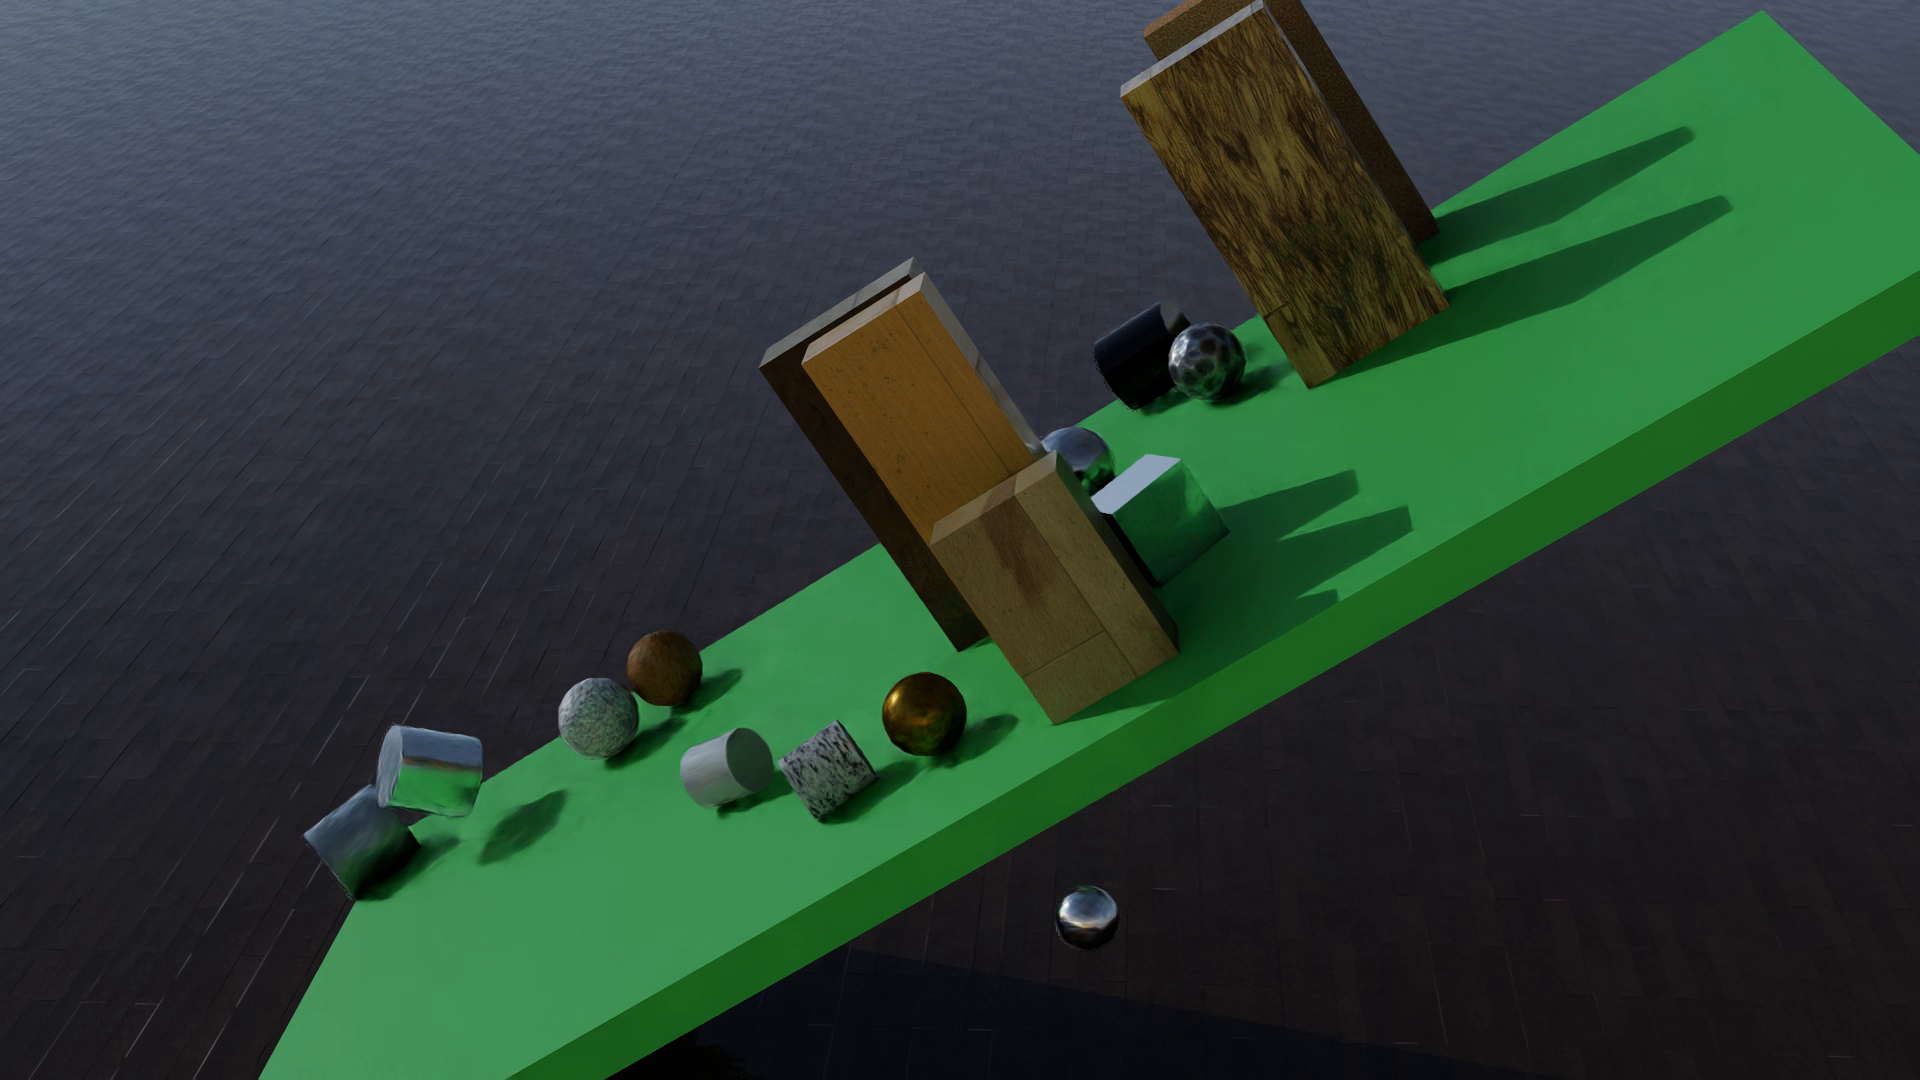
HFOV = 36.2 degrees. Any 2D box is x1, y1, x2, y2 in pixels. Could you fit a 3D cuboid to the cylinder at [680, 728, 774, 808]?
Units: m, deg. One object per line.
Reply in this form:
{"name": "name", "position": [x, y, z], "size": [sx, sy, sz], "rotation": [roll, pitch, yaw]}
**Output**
{"name": "cylinder", "position": [-0.493, 0.483, 6.223], "size": [0.139, 0.139, 0.139], "rotation": [-23, 4, 37]}

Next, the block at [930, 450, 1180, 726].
{"name": "block", "position": [0.178, 0.089, 5.455], "size": [0.274, 0.422, 0.123], "rotation": [-31, 15, 14]}

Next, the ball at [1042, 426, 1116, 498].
{"name": "ball", "position": [0.250, -0.154, 6.493], "size": [0.192, 0.192, 0.192], "rotation": [0, 20, 0]}

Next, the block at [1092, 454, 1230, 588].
{"name": "block", "position": [0.387, -0.040, 5.873], "size": [0.182, 0.182, 0.182], "rotation": [-38, 15, -12]}

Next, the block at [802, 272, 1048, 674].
{"name": "block", "position": [0.023, -0.128, 5.792], "size": [0.275, 0.763, 0.136], "rotation": [-31, 15, 14]}

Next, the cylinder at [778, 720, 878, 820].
{"name": "cylinder", "position": [-0.261, 0.454, 5.811], "size": [0.143, 0.143, 0.143], "rotation": [-35, 25, 0]}

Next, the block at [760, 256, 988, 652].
{"name": "block", "position": [-0.049, -0.173, 6.126], "size": [0.370, 0.742, 0.140], "rotation": [-31, 15, 14]}

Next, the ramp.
{"name": "ramp", "position": [0.139, 0.171, 6.297], "size": [4.000, 0.100, 2.000], "rotation": [-31, 15, 14]}

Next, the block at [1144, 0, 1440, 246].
{"name": "block", "position": [0.761, -0.941, 6.748], "size": [0.332, 0.745, 0.124], "rotation": [-31, 15, 14]}

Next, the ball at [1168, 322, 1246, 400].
{"name": "ball", "position": [0.557, -0.403, 6.634], "size": [0.176, 0.176, 0.176], "rotation": [0, 20, 0]}

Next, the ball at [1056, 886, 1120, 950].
{"name": "ball", "position": [0.223, 0.656, 5.111], "size": [0.111, 0.111, 0.111], "rotation": [0, 20, 0]}

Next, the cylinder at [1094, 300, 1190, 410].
{"name": "cylinder", "position": [0.448, -0.436, 6.923], "size": [0.190, 0.190, 0.190], "rotation": [-32, 10, 22]}

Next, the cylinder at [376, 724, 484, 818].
{"name": "cylinder", "position": [-1.286, 0.562, 7.128], "size": [0.202, 0.202, 0.202], "rotation": [11, 14, -26]}

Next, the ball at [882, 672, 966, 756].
{"name": "ball", "position": [-0.069, 0.339, 5.714], "size": [0.164, 0.164, 0.164], "rotation": [0, 20, 0]}

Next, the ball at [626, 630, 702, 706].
{"name": "ball", "position": [-0.717, 0.312, 7.138], "size": [0.184, 0.184, 0.184], "rotation": [0, 20, 0]}

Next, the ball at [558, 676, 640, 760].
{"name": "ball", "position": [-0.870, 0.428, 7.079], "size": [0.197, 0.197, 0.197], "rotation": [0, 20, 0]}

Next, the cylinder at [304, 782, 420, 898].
{"name": "cylinder", "position": [-1.505, 0.757, 7.404], "size": [0.207, 0.207, 0.207], "rotation": [-39, 33, -14]}

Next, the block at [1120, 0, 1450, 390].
{"name": "block", "position": [0.690, -0.730, 6.236], "size": [0.348, 0.754, 0.121], "rotation": [-31, 15, 14]}
